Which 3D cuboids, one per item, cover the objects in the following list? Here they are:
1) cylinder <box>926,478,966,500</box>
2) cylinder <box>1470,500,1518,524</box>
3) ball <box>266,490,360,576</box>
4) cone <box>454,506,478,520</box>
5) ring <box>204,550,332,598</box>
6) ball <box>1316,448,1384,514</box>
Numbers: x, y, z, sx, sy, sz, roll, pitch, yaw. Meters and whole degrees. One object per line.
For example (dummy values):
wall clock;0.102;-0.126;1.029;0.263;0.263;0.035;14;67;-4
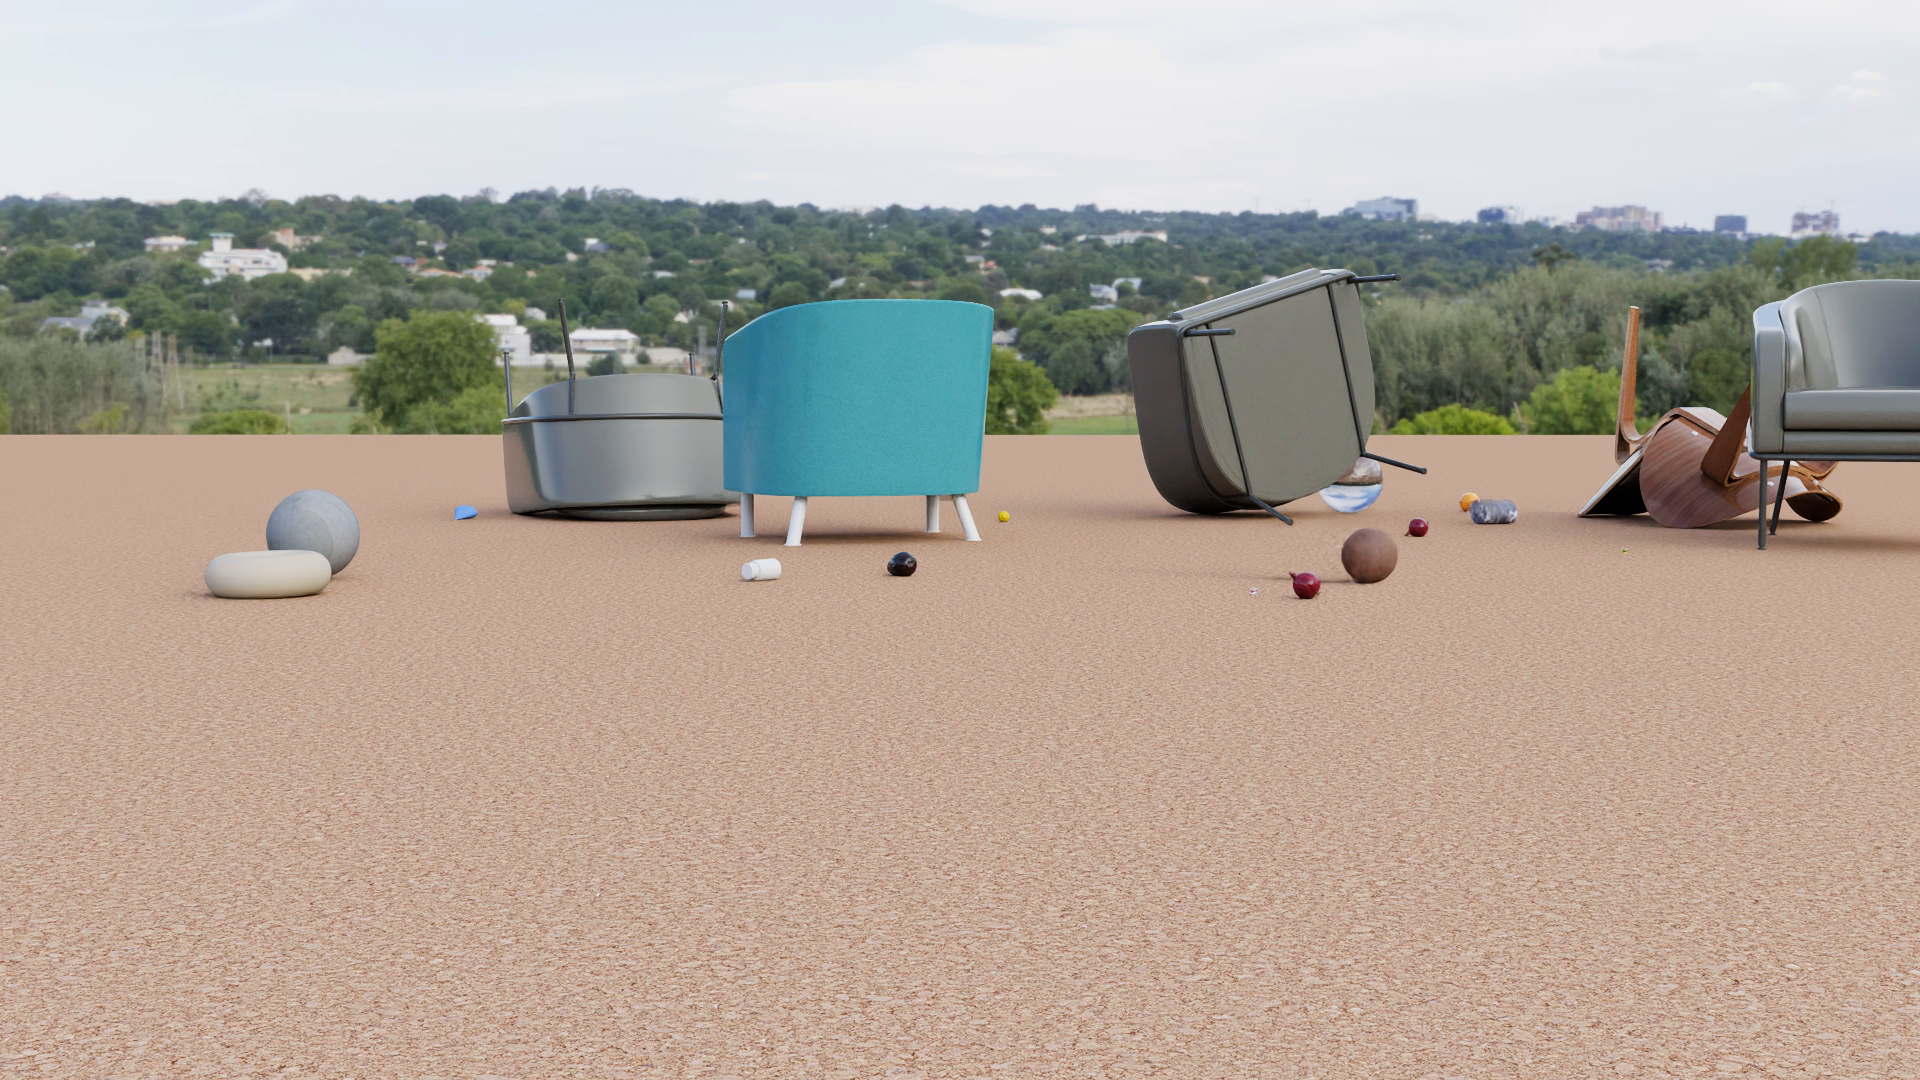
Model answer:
cylinder;-0.055;-0.204;8.890;0.146;0.086;0.081;-2;3;26
cylinder;1.778;-0.095;7.333;0.111;0.080;0.121;-1;11;-14
ball;-1.523;-0.013;5.178;0.213;0.213;0.213;0;4;0
cone;-1.721;-0.083;7.578;0.085;0.049;0.086;3;20;13
ring;-1.509;0.075;4.801;0.264;0.092;0.272;-4;5;-32
ball;1.404;-0.215;7.930;0.239;0.239;0.239;0;4;0
